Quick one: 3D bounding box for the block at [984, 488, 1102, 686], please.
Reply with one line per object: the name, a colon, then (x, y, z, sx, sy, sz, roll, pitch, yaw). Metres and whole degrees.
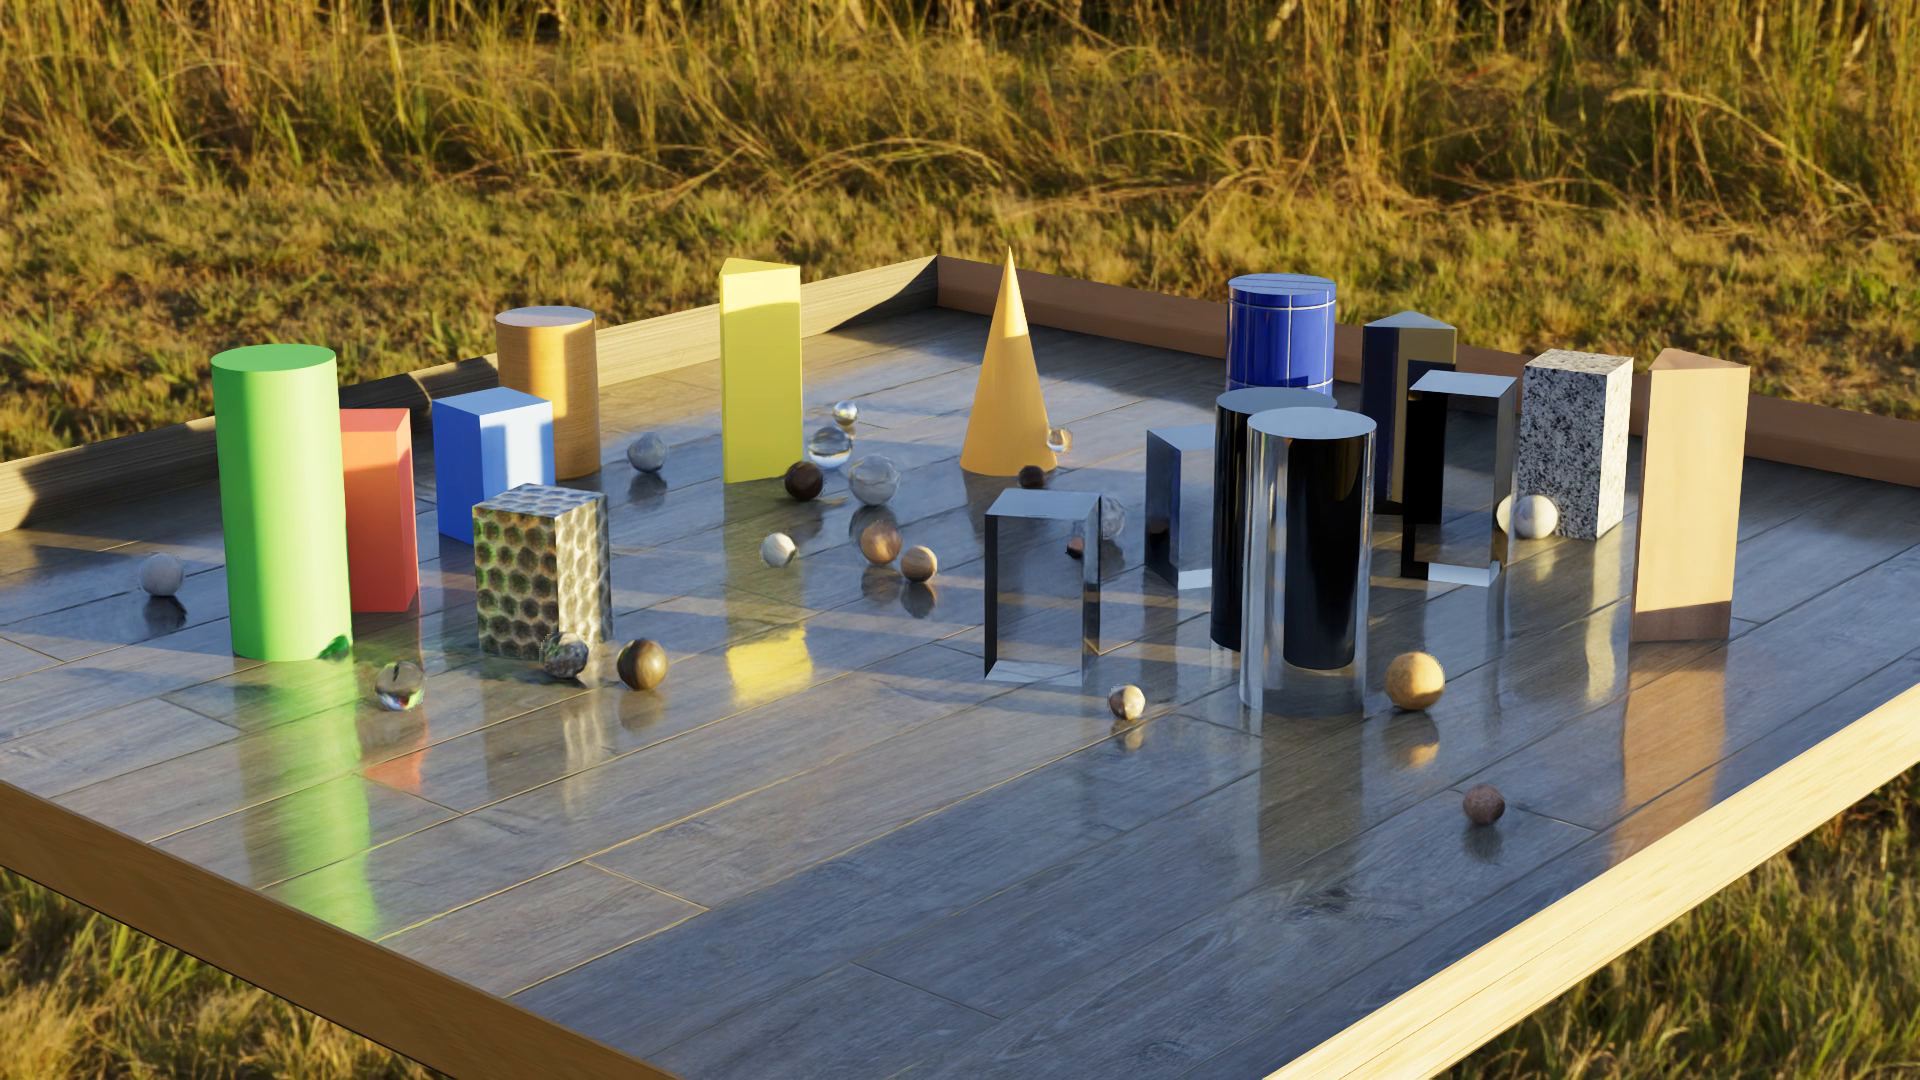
block: (0.134, 0.074, 4.728, 0.159, 0.277, 0.159, 4, 17, 12)

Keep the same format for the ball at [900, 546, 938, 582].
ball: (-0.073, 0.043, 5.198, 0.065, 0.065, 0.065, 0, 17, 0)

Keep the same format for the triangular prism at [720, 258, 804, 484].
triangular prism: (-0.427, -0.345, 5.869, 0.172, 0.421, 0.149, -9, 19, -28)

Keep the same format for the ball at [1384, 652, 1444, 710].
ball: (0.706, 0.220, 4.566, 0.091, 0.091, 0.091, 0, 17, 0)

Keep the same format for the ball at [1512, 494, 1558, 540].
ball: (1.069, -0.043, 5.452, 0.083, 0.083, 0.083, 0, 17, 0)

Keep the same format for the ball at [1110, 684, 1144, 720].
ball: (0.258, 0.250, 4.531, 0.054, 0.054, 0.054, 0, 17, 0)

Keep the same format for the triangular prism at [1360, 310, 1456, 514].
triangular prism: (0.857, -0.245, 5.632, 0.172, 0.367, 0.149, 2, 17, 8)

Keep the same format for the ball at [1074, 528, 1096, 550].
ball: (0.229, -0.002, 5.388, 0.041, 0.041, 0.041, 0, 17, 0)

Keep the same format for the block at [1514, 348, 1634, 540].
block: (1.153, -0.181, 5.506, 0.159, 0.316, 0.159, 9, 19, 28)

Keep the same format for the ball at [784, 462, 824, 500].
ball: (-0.303, -0.115, 5.704, 0.076, 0.076, 0.076, 0, 17, 0)

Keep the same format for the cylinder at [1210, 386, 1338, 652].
cylinder: (0.519, -0.033, 4.861, 0.198, 0.405, 0.198, 0, 17, 0)

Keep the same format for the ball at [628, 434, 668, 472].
ball: (-0.628, -0.175, 5.895, 0.080, 0.080, 0.080, 0, 17, 0)

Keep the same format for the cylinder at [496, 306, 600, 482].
cylinder: (-0.826, -0.295, 5.889, 0.198, 0.315, 0.198, 0, 17, 0)

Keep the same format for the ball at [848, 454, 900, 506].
ball: (-0.167, -0.117, 5.670, 0.099, 0.099, 0.099, 0, 17, 0)

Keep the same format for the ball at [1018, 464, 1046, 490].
ball: (0.142, -0.121, 5.764, 0.053, 0.053, 0.053, 0, 17, 0)

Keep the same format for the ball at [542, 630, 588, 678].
ball: (-0.635, 0.184, 4.711, 0.076, 0.076, 0.076, 0, 17, 0)

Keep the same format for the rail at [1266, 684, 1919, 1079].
rail: (1.199, 0.333, 4.123, 0.045, 0.129, 3.533, 14, 22, 39)

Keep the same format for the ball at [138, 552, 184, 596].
ball: (-1.395, 0.061, 5.121, 0.076, 0.076, 0.076, 0, 17, 0)

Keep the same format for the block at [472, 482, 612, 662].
block: (-0.688, 0.054, 4.842, 0.159, 0.250, 0.159, 8, 18, 24)

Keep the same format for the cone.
cone: (0.099, -0.372, 5.907, 0.198, 0.450, 0.198, 0, 17, 0)

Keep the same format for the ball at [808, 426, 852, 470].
ball: (-0.262, -0.187, 5.921, 0.089, 0.089, 0.089, 0, 17, 0)

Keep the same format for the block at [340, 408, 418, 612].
block: (-1.035, -0.052, 5.071, 0.159, 0.320, 0.159, -1, 17, -2)

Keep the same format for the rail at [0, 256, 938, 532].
rail: (-1.199, -0.268, 6.117, 0.045, 0.129, 3.533, 14, 22, 39)

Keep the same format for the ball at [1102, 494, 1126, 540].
ball: (0.264, -0.042, 5.444, 0.087, 0.087, 0.087, 0, 17, 0)

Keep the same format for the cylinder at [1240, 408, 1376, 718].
cylinder: (0.540, 0.034, 4.568, 0.198, 0.447, 0.198, 0, 17, 0)

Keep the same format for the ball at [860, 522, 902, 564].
ball: (-0.143, 0.006, 5.300, 0.076, 0.076, 0.076, 0, 17, 0)

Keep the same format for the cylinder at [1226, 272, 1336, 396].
cylinder: (0.593, -0.247, 5.460, 0.198, 0.469, 0.198, 0, 17, 0)

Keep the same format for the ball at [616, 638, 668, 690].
ball: (-0.504, 0.197, 4.657, 0.082, 0.082, 0.082, 0, 17, 0)

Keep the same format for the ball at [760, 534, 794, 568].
ball: (-0.328, 0.019, 5.284, 0.062, 0.062, 0.062, 0, 17, 0)

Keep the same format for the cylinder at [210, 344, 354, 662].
cylinder: (-1.112, -0.063, 4.820, 0.198, 0.486, 0.198, 0, 17, 0)

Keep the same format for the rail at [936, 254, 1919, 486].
rail: (1.143, -0.347, 6.380, 3.223, 0.129, 0.045, 14, 22, 39)

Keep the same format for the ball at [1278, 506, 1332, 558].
ball: (0.628, -0.014, 5.333, 0.097, 0.097, 0.097, 0, 17, 0)

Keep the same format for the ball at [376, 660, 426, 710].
ball: (-0.872, 0.226, 4.568, 0.078, 0.078, 0.078, 0, 17, 0)

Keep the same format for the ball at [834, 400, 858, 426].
ball: (-0.244, -0.271, 6.261, 0.053, 0.053, 0.053, 0, 17, 0)

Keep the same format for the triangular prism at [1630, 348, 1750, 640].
triangular prism: (1.195, -0.078, 4.908, 0.172, 0.464, 0.149, -2, 17, -7)

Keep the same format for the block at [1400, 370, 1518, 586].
block: (0.890, -0.112, 5.229, 0.159, 0.344, 0.159, 7, 18, 21)

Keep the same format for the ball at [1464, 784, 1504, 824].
ball: (0.737, 0.371, 4.122, 0.058, 0.058, 0.058, 0, 17, 0)

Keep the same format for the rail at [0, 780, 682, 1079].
rail: (-1.143, 0.412, 3.860, 3.223, 0.129, 0.045, 14, 22, 39)

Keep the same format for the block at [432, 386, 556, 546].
block: (-0.867, -0.136, 5.462, 0.159, 0.255, 0.159, -15, 22, -41)

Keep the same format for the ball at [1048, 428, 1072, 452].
ball: (0.199, -0.200, 5.882, 0.049, 0.049, 0.049, 0, 17, 0)

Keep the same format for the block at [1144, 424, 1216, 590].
block: (0.434, -0.062, 5.222, 0.159, 0.253, 0.159, -6, 18, -18)
